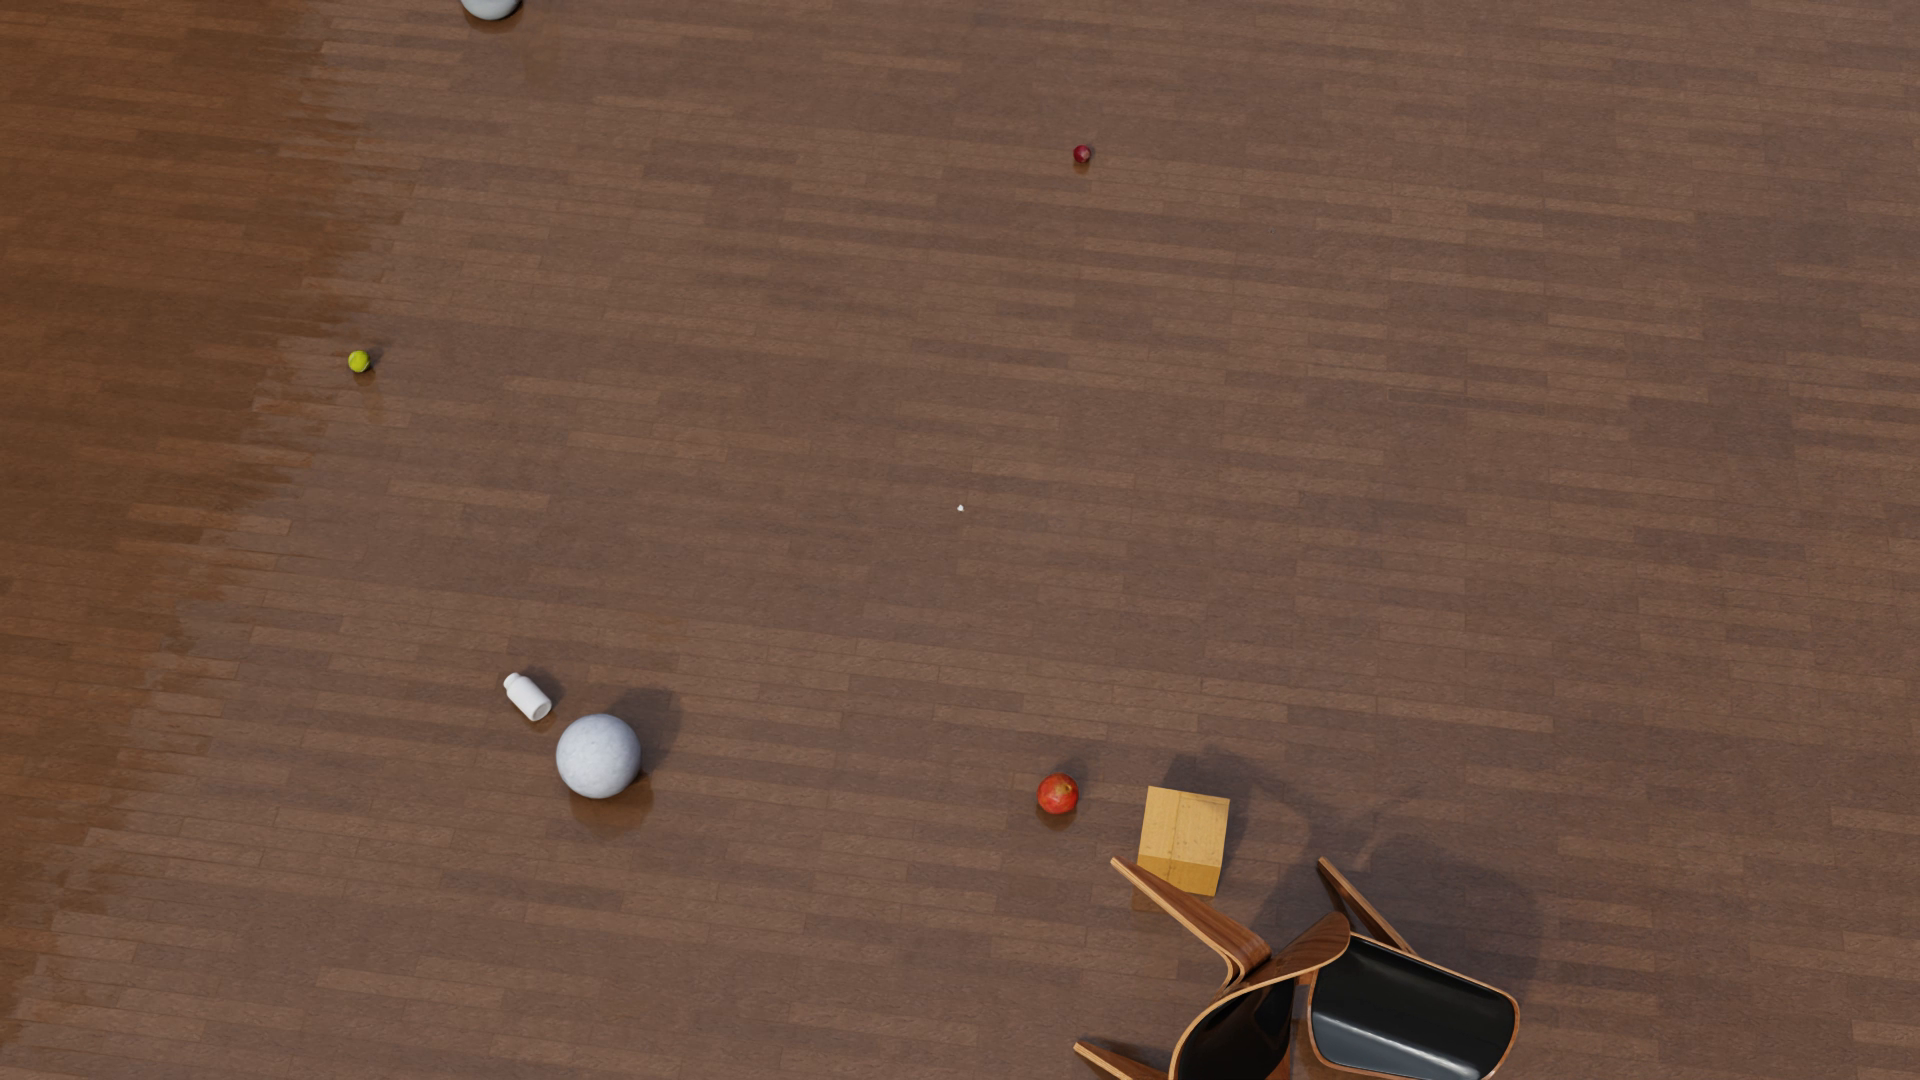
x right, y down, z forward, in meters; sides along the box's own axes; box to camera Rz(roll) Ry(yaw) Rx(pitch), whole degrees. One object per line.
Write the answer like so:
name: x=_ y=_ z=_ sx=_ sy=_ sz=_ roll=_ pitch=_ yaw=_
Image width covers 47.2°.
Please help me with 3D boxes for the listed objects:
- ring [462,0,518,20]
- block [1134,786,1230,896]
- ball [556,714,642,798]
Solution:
ring: x=-1.677 y=-1.958 z=7.845 sx=0.217 sy=0.072 sz=0.271 roll=-15 pitch=58 yaw=-11
block: x=0.597 y=0.811 z=5.921 sx=0.219 sy=0.180 sz=0.204 roll=9 pitch=57 yaw=6
ball: x=-0.991 y=0.593 z=6.036 sx=0.234 sy=0.234 sz=0.234 roll=0 pitch=56 yaw=0
